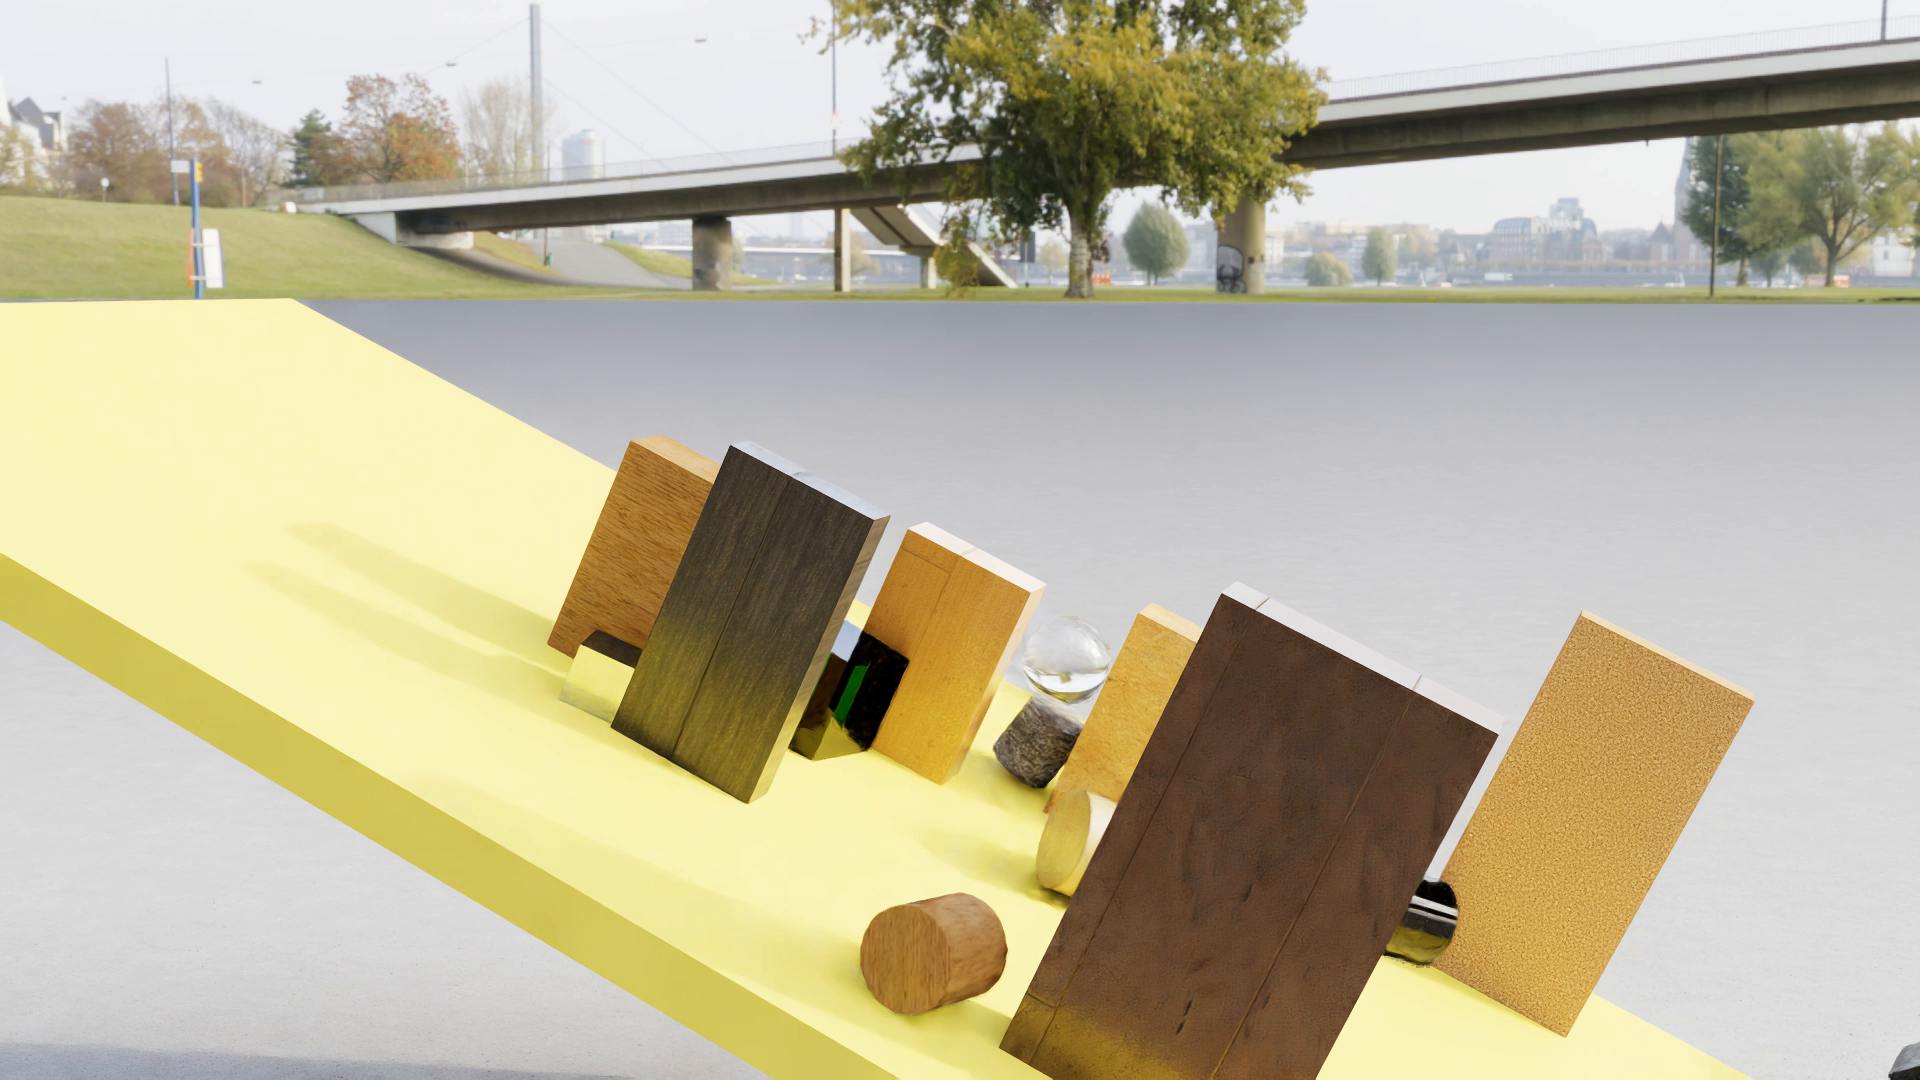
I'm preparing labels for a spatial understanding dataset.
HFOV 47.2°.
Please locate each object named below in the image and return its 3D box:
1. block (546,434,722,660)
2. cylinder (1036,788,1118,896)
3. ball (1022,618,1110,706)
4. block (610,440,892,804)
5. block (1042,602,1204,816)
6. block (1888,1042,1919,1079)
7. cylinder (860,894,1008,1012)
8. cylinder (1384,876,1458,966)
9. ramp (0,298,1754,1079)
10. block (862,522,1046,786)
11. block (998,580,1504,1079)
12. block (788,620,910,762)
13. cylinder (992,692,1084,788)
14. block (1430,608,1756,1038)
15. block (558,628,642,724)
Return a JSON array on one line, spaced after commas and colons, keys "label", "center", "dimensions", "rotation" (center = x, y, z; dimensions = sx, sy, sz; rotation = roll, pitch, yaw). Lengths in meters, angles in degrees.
[{"label": "block", "center": [-0.490, 0.087, 4.050], "dimensions": [0.392, 0.422, 0.141], "rotation": [28, 14, 12]}, {"label": "cylinder", "center": [0.268, 0.572, 3.997], "dimensions": [0.189, 0.189, 0.189], "rotation": [23, -1, -20]}, {"label": "ball", "center": [0.245, 0.281, 5.081], "dimensions": [0.203, 0.203, 0.203], "rotation": [0, 7, 0]}, {"label": "block", "center": [-0.363, 0.142, 3.782], "dimensions": [0.283, 0.551, 0.089], "rotation": [28, 14, 12]}, {"label": "block", "center": [0.410, 0.402, 4.350], "dimensions": [0.310, 0.451, 0.138], "rotation": [28, 14, 12]}, {"label": "block", "center": [2.108, 1.160, 4.622], "dimensions": [0.199, 0.199, 0.199], "rotation": [-28, -9, 31]}, {"label": "cylinder", "center": [-0.039, 0.625, 3.335], "dimensions": [0.162, 0.162, 0.162], "rotation": [4, -1, 33]}, {"label": "cylinder", "center": [0.874, 0.749, 4.427], "dimensions": [0.178, 0.178, 0.178], "rotation": [19, 0, -21]}, {"label": "ramp", "center": [-0.265, 0.453, 4.171], "dimensions": [4.000, 0.100, 2.000], "rotation": [28, 14, 12]}, {"label": "block", "center": [-0.051, 0.220, 4.295], "dimensions": [0.271, 0.426, 0.117], "rotation": [28, 14, 12]}, {"label": "block", "center": [0.421, 0.511, 3.241], "dimensions": [0.431, 0.781, 0.126], "rotation": [28, 14, 12]}, {"label": "block", "center": [-0.265, 0.274, 4.197], "dimensions": [0.204, 0.204, 0.204], "rotation": [31, 15, 25]}, {"label": "cylinder", "center": [0.162, 0.408, 4.472], "dimensions": [0.138, 0.138, 0.138], "rotation": [33, 18, -12]}, {"label": "block", "center": [1.237, 0.572, 4.428], "dimensions": [0.362, 0.783, 0.096], "rotation": [28, 14, 12]}, {"label": "block", "center": [-0.627, 0.242, 3.892], "dimensions": [0.110, 0.110, 0.110], "rotation": [24, 13, 0]}]
